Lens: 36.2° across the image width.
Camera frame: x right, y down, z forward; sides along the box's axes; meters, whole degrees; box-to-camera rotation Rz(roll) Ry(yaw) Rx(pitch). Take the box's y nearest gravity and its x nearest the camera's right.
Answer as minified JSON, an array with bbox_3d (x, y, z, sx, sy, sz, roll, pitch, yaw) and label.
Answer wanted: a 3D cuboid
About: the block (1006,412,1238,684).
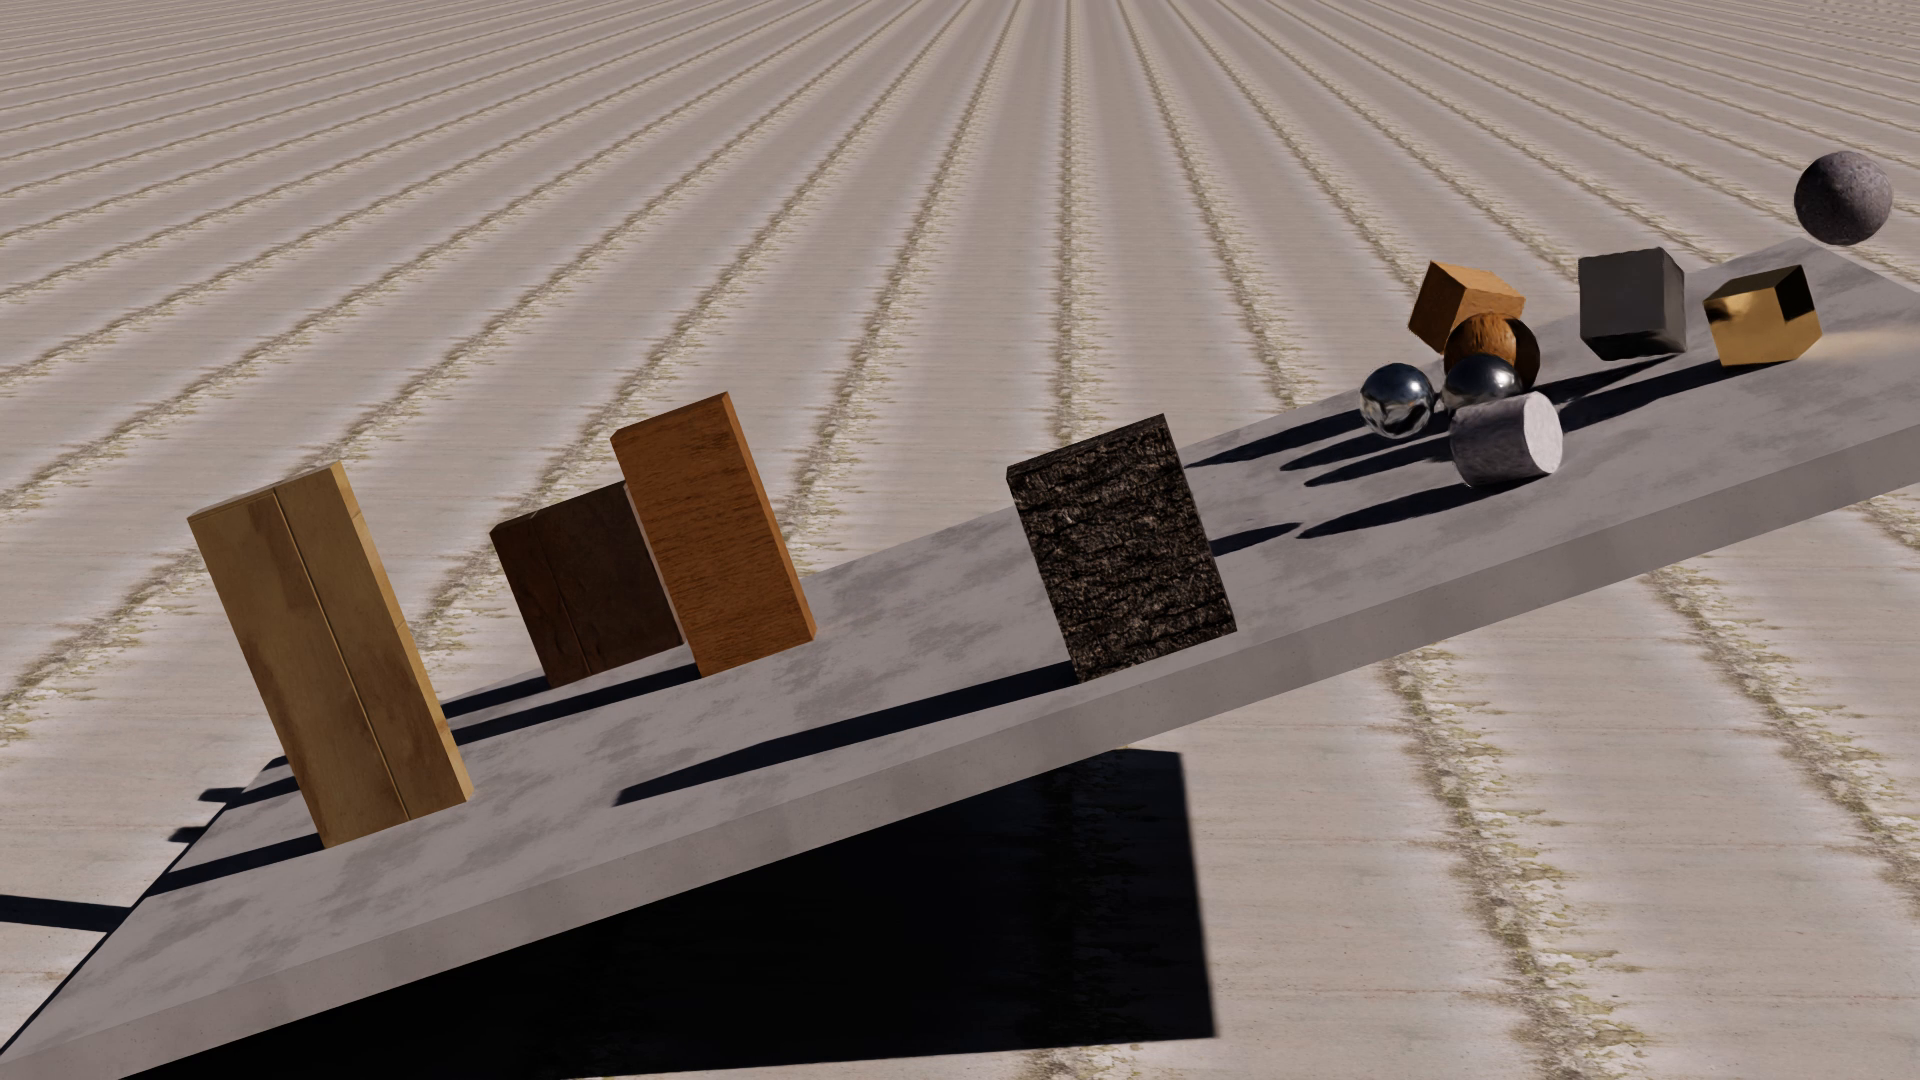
[{"bbox_3d":[0.299,0.015,5.430,0.306,0.409,0.115,-19,11,6],"label":"block"}]

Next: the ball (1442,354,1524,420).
[{"bbox_3d":[1.101,-0.308,6.198,0.170,0.170,0.170,0,13,0],"label":"ball"}]

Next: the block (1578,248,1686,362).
[{"bbox_3d":[1.435,-0.501,6.276,0.180,0.180,0.180,-6,-15,27],"label":"block"}]

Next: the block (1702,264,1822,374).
[{"bbox_3d":[1.633,-0.449,5.980,0.156,0.156,0.156,-11,15,40],"label":"block"}]

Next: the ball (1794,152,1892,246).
[{"bbox_3d":[1.738,-0.672,5.787,0.185,0.185,0.185,0,13,0],"label":"ball"}]

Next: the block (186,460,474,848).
[{"bbox_3d":[-1.332,0.246,6.244,0.328,0.768,0.084,-19,11,6],"label":"block"}]

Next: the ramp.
[{"bbox_3d":[0.112,0.178,6.300,4.000,0.100,2.000,-19,11,6],"label":"ramp"}]

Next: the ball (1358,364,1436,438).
[{"bbox_3d":[0.875,-0.278,5.891,0.152,0.152,0.152,0,13,0],"label":"ball"}]

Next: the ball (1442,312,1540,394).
[{"bbox_3d":[1.157,-0.392,6.402,0.209,0.209,0.209,0,13,0],"label":"ball"}]

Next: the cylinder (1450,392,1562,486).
[{"bbox_3d":[1.067,-0.196,5.745,0.160,0.160,0.160,-12,3,37],"label":"cylinder"}]

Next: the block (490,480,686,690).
[{"bbox_3d":[-0.889,0.106,7.075,0.344,0.409,0.100,-19,11,6],"label":"block"}]

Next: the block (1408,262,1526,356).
[{"bbox_3d":[1.151,-0.515,6.682,0.165,0.165,0.165,7,23,-25],"label":"block"}]

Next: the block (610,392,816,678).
[{"bbox_3d":[-0.550,-0.011,6.599,0.266,0.580,0.112,-19,11,6],"label":"block"}]
